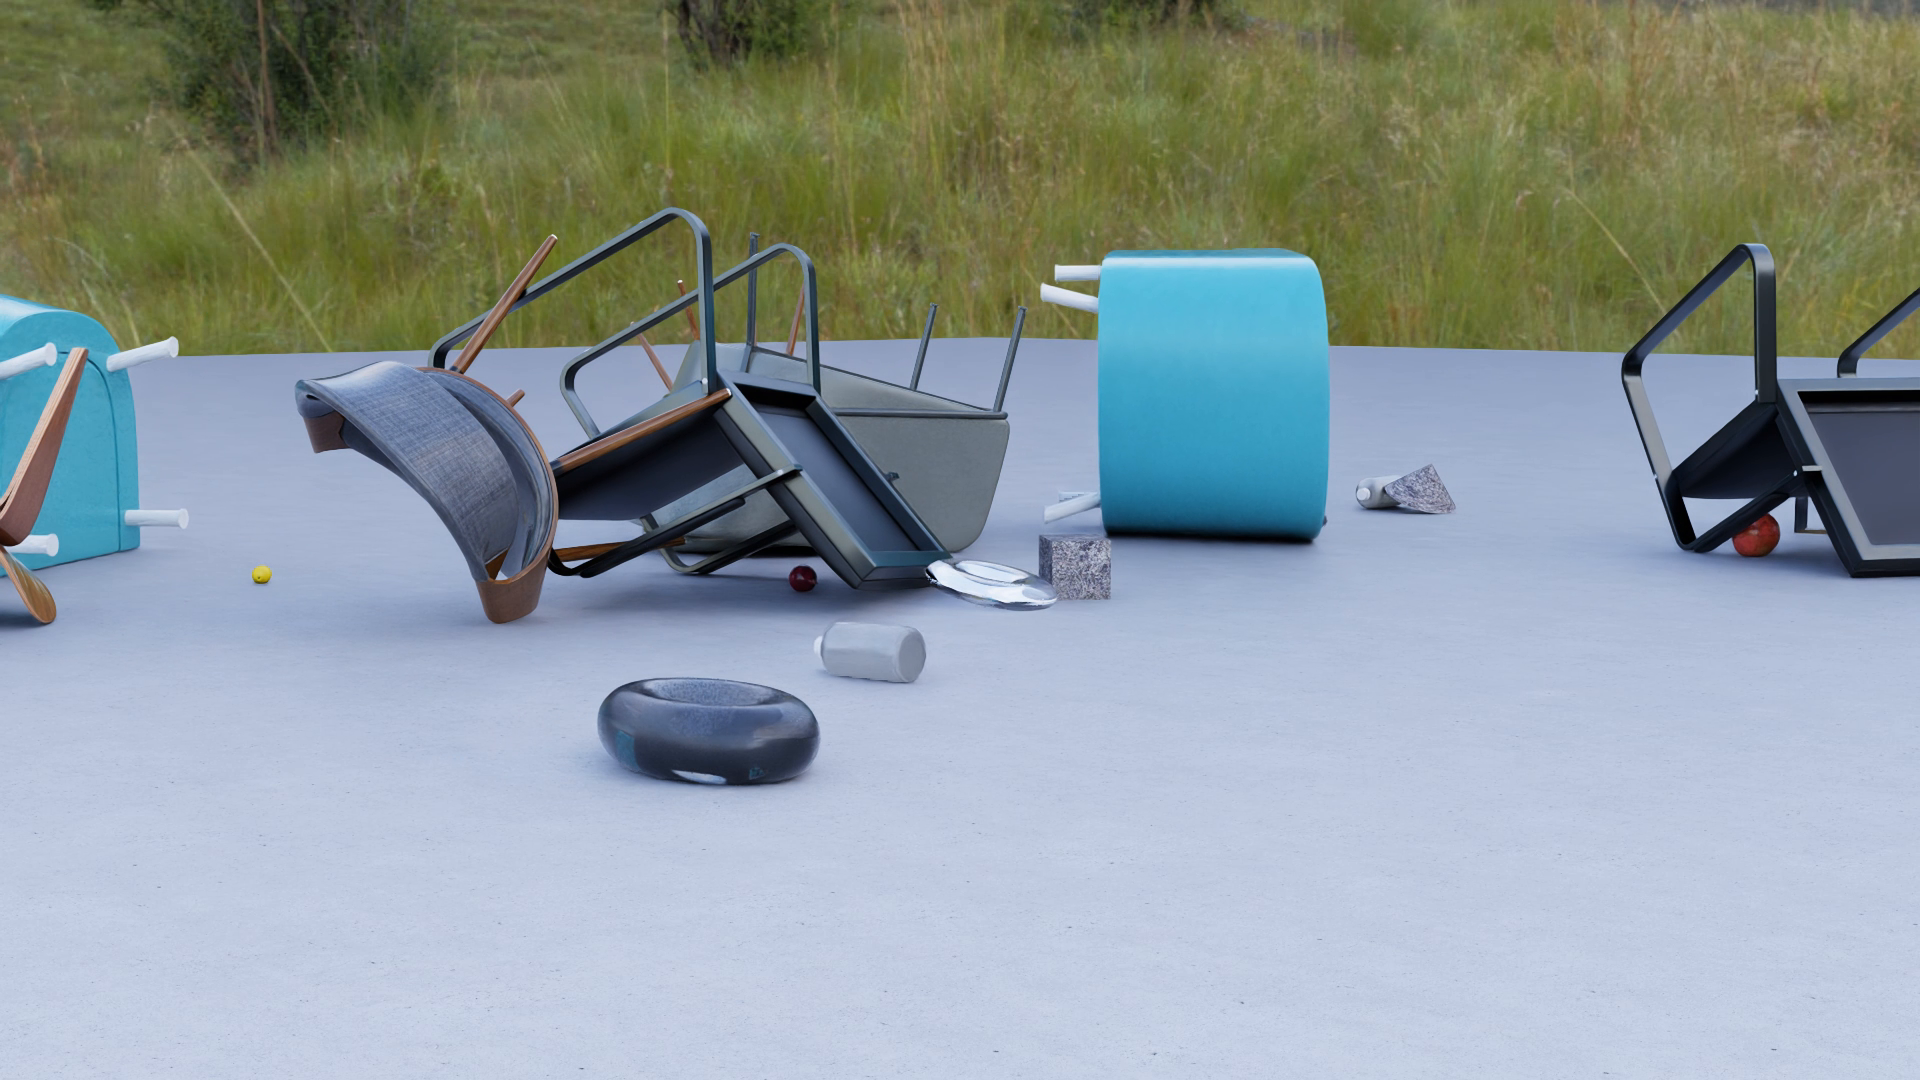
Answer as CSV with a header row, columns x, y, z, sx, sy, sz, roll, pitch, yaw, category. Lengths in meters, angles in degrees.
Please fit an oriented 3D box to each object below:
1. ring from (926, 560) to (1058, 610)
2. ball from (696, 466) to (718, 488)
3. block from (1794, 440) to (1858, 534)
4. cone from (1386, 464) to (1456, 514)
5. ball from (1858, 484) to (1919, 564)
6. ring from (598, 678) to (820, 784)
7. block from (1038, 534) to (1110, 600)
x,y,z,sx,sy,sz,roll,pitch,yaw,category
0.063,0.089,5.189,0.258,0.053,0.363,6,8,-19,ring
-0.789,-0.198,8.008,0.067,0.067,0.067,0,6,0,ball
2.248,-0.137,6.654,0.105,0.224,0.236,3,7,31,block
1.306,-0.167,7.189,0.204,0.105,0.244,18,20,10,cone
2.159,-0.038,5.898,0.182,0.182,0.182,0,6,0,ball
-0.339,0.255,3.446,0.262,0.104,0.375,-3,7,-38,ring
0.236,0.055,5.286,0.122,0.121,0.135,-1,6,-10,block
